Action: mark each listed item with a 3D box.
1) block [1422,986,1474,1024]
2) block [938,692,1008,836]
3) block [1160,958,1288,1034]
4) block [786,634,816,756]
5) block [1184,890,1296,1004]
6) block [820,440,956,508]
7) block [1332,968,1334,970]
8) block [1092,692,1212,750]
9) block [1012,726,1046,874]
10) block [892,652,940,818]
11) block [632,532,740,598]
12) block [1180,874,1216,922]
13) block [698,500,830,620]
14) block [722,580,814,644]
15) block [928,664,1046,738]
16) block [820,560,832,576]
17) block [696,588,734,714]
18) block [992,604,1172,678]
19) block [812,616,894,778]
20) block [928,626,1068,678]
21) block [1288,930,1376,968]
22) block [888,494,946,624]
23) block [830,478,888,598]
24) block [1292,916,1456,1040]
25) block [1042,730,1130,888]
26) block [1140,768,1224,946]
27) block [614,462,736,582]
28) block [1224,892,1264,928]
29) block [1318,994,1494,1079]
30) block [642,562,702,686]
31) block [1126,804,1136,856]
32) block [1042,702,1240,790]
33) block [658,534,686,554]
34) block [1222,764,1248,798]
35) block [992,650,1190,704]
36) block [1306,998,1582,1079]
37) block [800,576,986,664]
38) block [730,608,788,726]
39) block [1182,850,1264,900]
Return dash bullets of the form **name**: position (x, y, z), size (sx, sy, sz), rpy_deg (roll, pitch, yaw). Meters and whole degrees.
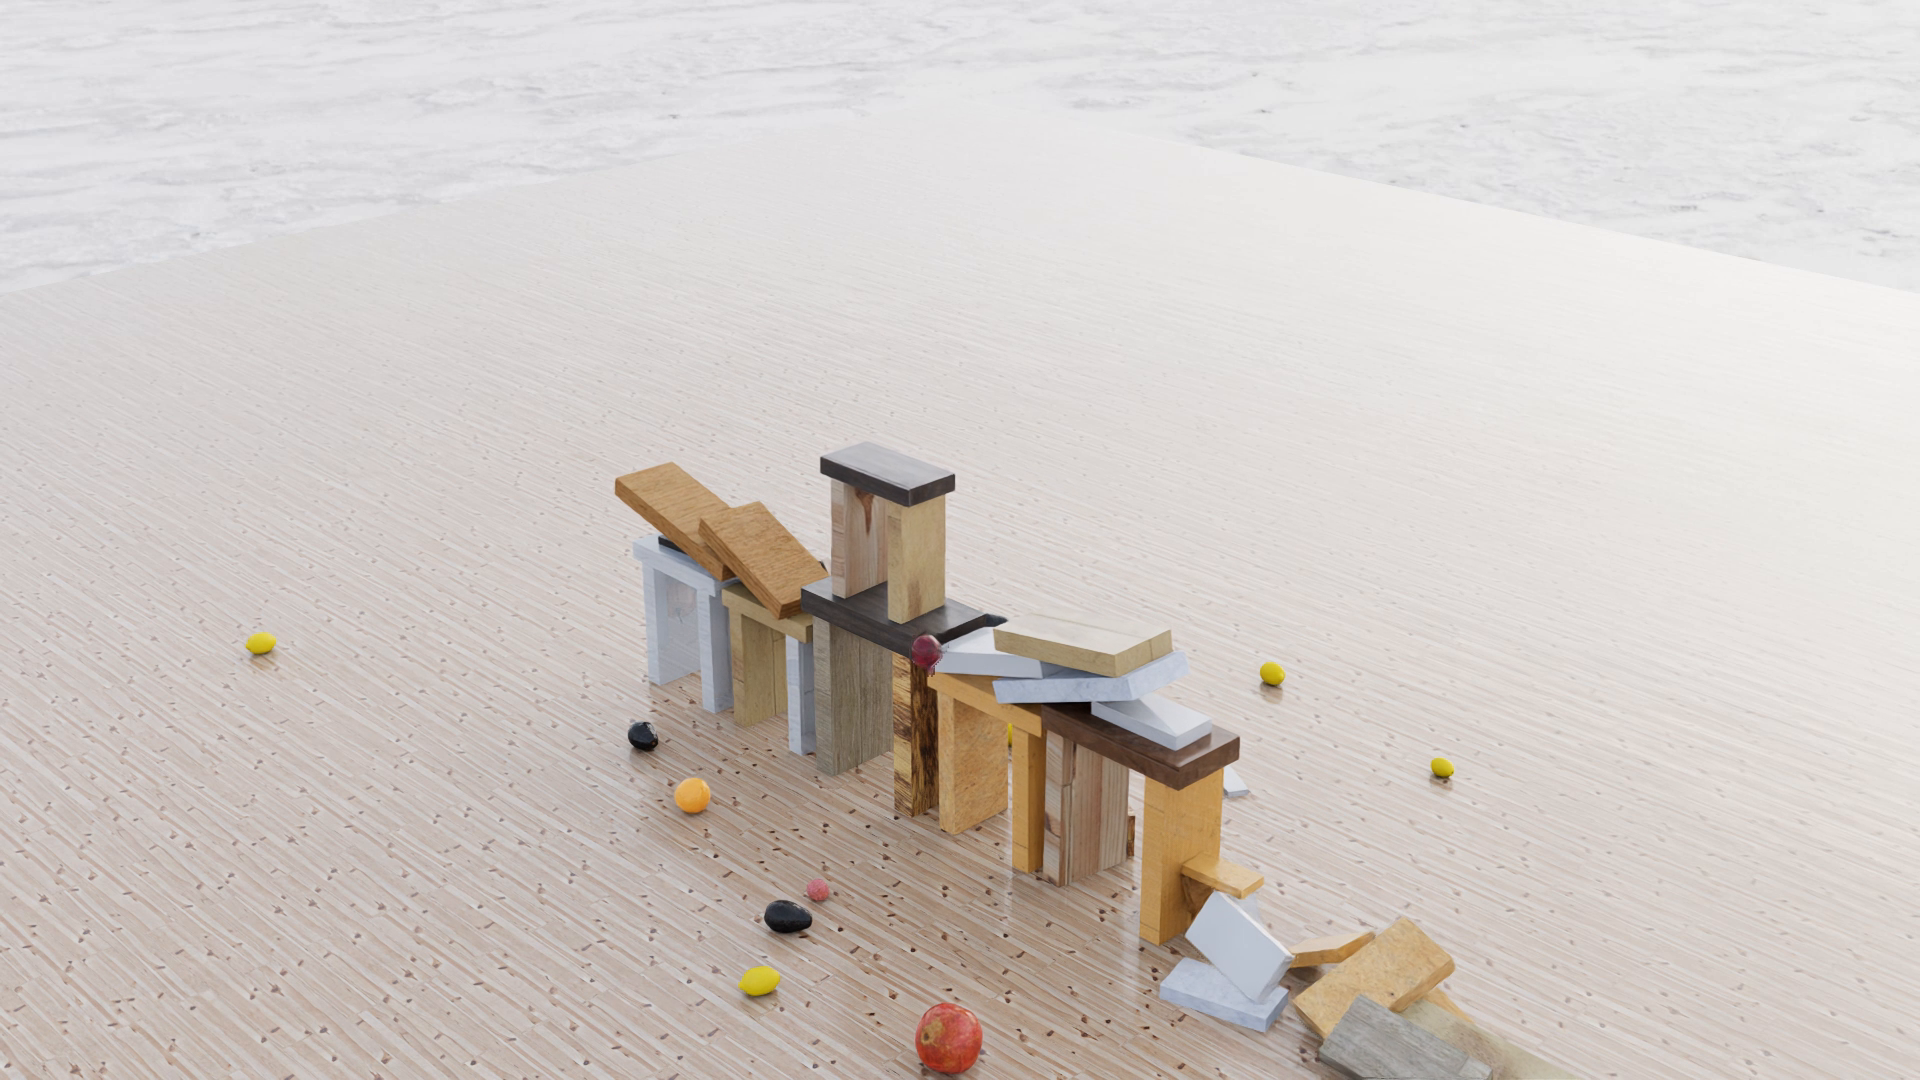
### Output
- **block**: position (0.790, 0.800, 3.774), size (0.089, 0.025, 0.177), rpy_deg (-21, 36, -21)
- **block**: position (0.027, 0.420, 4.380), size (0.153, 0.305, 0.043), rpy_deg (-21, 30, -41)
- **block**: position (0.462, 0.795, 3.850), size (0.201, 0.028, 0.100), rpy_deg (13, 26, 28)
- **block**: position (-0.302, 0.309, 4.682), size (0.039, 0.274, 0.137), rpy_deg (21, 31, 41)
- **block**: position (0.489, 0.712, 3.853), size (0.028, 0.100, 0.201), rpy_deg (25, 10, -42)
- **block**: position (-0.144, -0.131, 4.331), size (0.127, 0.036, 0.254), rpy_deg (-21, 31, -40)
- **block**: position (0.730, 0.800, 3.843), size (0.177, 0.025, 0.089), rpy_deg (9, 24, 19)
- **block**: position (0.347, 0.319, 3.992), size (0.100, 0.028, 0.201), rpy_deg (-21, 31, -41)
- **block**: position (0.169, 0.476, 4.247), size (0.153, 0.305, 0.043), rpy_deg (-21, 30, -40)
- **block**: position (-0.052, 0.365, 4.444), size (0.050, 0.356, 0.178), rpy_deg (21, 31, 41)
- **block**: position (-0.576, 0.043, 4.857), size (0.146, 0.041, 0.292), rpy_deg (-21, 31, -40)
- **block**: position (0.448, 0.666, 4.023), size (0.067, 0.134, 0.019), rpy_deg (-21, 9, -41)
- **block**: position (-0.407, 0.041, 4.676), size (0.154, 0.044, 0.308), rpy_deg (-18, 48, -37)
- **block**: position (-0.366, 0.140, 4.680), size (0.137, 0.039, 0.274), rpy_deg (-21, 31, -40)
- **block**: position (0.098, 0.287, 4.247), size (0.153, 0.043, 0.305), rpy_deg (-21, 31, -41)
- **block**: position (-0.285, 0.214, 4.842), size (0.154, 0.308, 0.044), rpy_deg (-34, -19, 32)
- **block**: position (-0.504, 0.224, 4.860), size (0.041, 0.293, 0.146), rpy_deg (21, 31, 41)
- **block**: position (0.222, 0.183, 4.026), size (0.153, 0.043, 0.305), rpy_deg (-21, 21, -40)
- **block**: position (-0.220, 0.300, 4.599), size (0.050, 0.356, 0.178), rpy_deg (21, 31, 41)
- **block**: position (0.099, 0.213, 4.198), size (0.153, 0.043, 0.305), rpy_deg (-21, 14, -40)
- **block**: position (0.647, 0.727, 3.898), size (0.089, 0.025, 0.177), rpy_deg (-17, -4, -34)
- **block**: position (-0.085, 0.026, 4.332), size (0.036, 0.254, 0.127), rpy_deg (20, 30, 38)
- **block**: position (-0.202, -0.021, 4.443), size (0.036, 0.254, 0.127), rpy_deg (20, 30, 38)
- **block**: position (0.704, 0.757, 3.740), size (0.250, 0.035, 0.125), rpy_deg (-33, 39, -12)
- **block**: position (0.243, 0.484, 4.191), size (0.167, 0.335, 0.047), rpy_deg (-16, 29, -33)
- **block**: position (0.405, 0.557, 4.019), size (0.047, 0.335, 0.167), rpy_deg (21, 31, 41)
- **block**: position (-0.581, -0.045, 4.838), size (0.154, 0.044, 0.402), rpy_deg (-19, 42, -38)
- **block**: position (0.514, 0.690, 3.965), size (0.067, 0.134, 0.019), rpy_deg (-21, 11, -41)
- **block**: position (0.726, 0.855, 3.587), size (0.250, 0.035, 0.125), rpy_deg (26, 62, 32)
- **block**: position (-0.642, 0.170, 4.986), size (0.146, 0.292, 0.041), rpy_deg (-21, 31, -41)
- **block**: position (0.330, 0.568, 4.306), size (0.013, 0.091, 0.045), rpy_deg (-4, 23, -10)
- **block**: position (0.327, 0.349, 4.019), size (0.167, 0.047, 0.335), rpy_deg (-21, 31, -40)
- **block**: position (-0.602, 0.007, 4.866), size (0.125, 0.018, 0.063), rpy_deg (19, 29, 37)
- **block**: position (0.555, 0.497, 4.573), size (0.045, 0.013, 0.125), rpy_deg (-6, 24, -14)
- **block**: position (0.237, 0.253, 4.049), size (0.153, 0.043, 0.364), rpy_deg (-21, 9, -39)
- **block**: position (0.800, 0.850, 3.646), size (0.479, 0.035, 0.125), rpy_deg (22, 58, 42)
- **block**: position (-0.137, 0.145, 4.442), size (0.178, 0.050, 0.356), rpy_deg (-21, 31, -41)
- **block**: position (-0.432, 0.258, 4.801), size (0.137, 0.274, 0.039), rpy_deg (-21, 31, -41)
- **block**: position (0.475, 0.605, 3.973), size (0.134, 0.019, 0.067), rpy_deg (19, 30, 39)
